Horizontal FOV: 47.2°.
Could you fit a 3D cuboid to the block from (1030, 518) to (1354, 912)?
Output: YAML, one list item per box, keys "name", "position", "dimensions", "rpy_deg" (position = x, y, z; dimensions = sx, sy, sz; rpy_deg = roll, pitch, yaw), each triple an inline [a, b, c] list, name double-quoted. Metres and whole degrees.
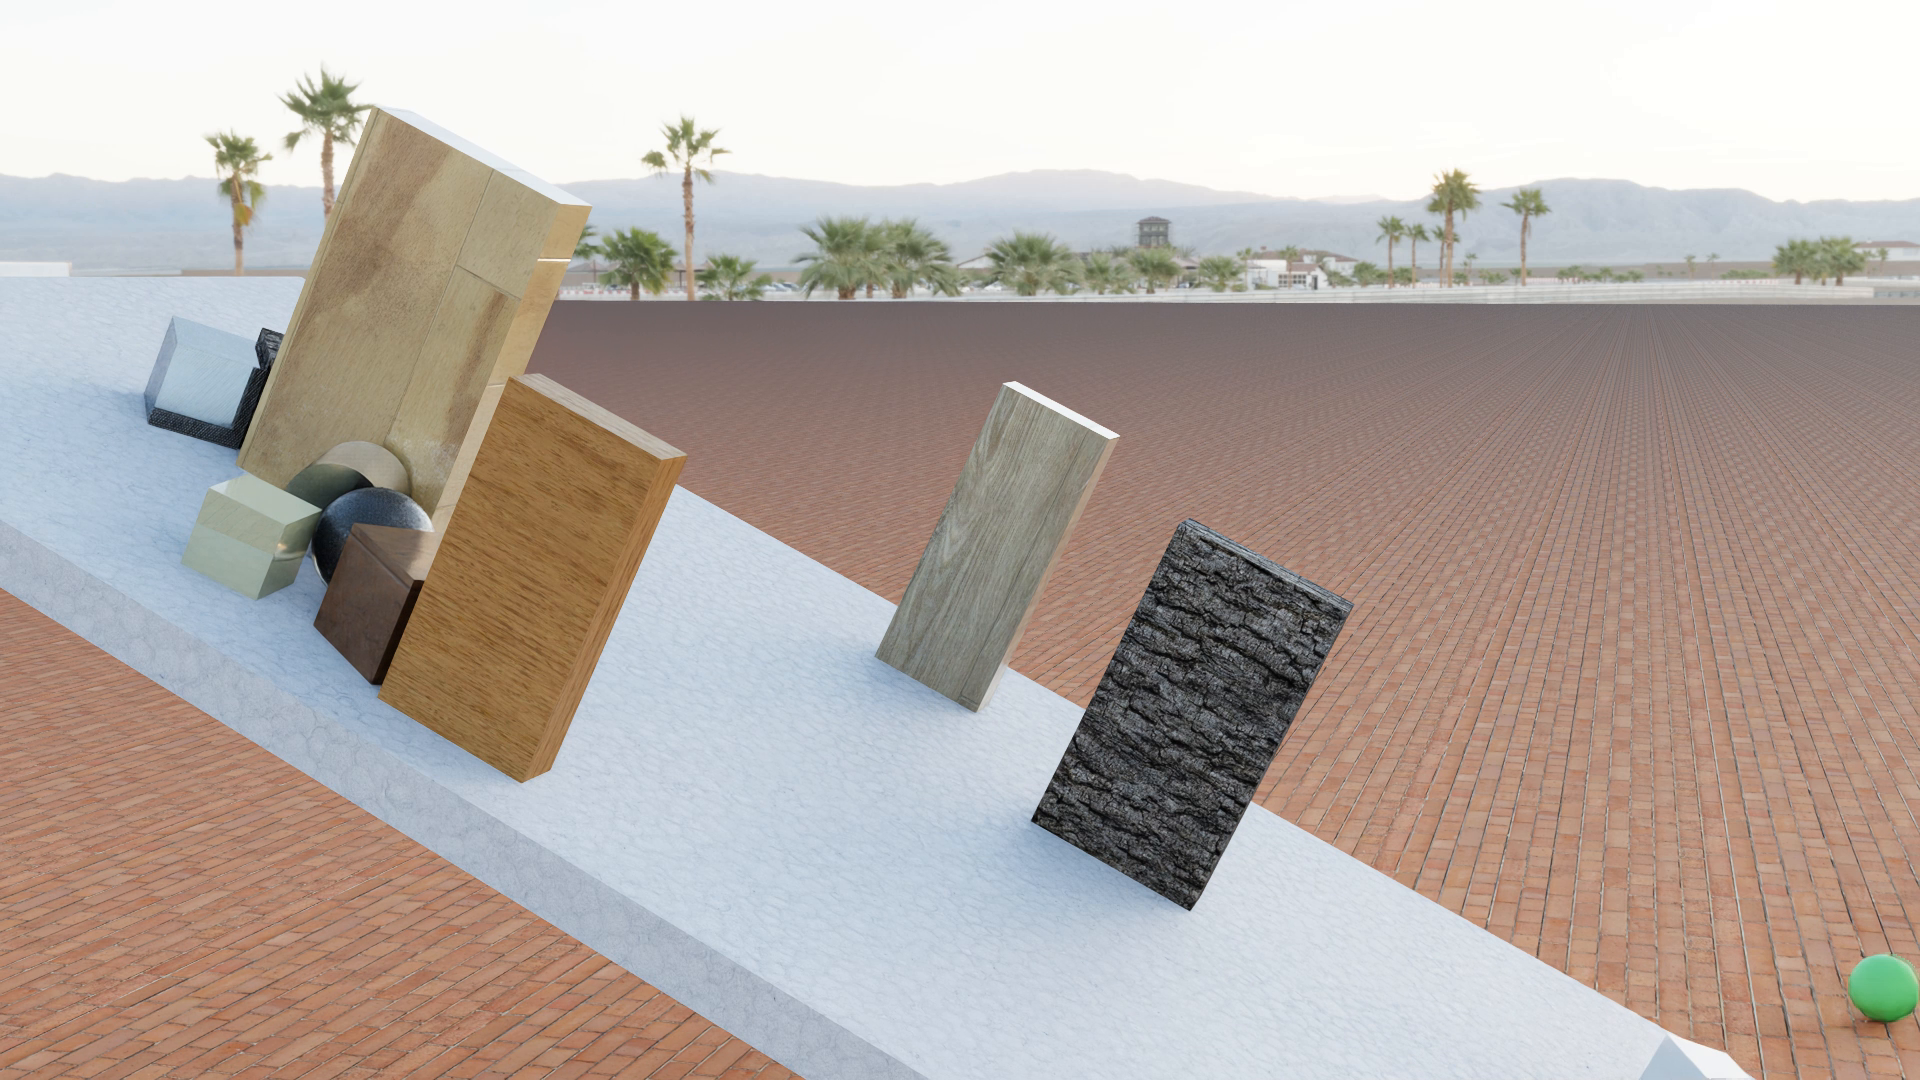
- name: "block"
  position: [0.434, 0.329, 4.152]
  dimensions: [0.347, 0.648, 0.103]
  rpy_deg: [28, 14, 12]

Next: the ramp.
- name: "ramp"
  position: [-0.252, 0.426, 4.164]
  dimensions: [4.000, 0.100, 2.000]
  rpy_deg: [28, 14, 12]

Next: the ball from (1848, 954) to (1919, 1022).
- name: "ball"
  position: [2.292, 1.112, 5.456]
  dimensions: [0.164, 0.164, 0.164]
  rpy_deg: [0, 7, 0]

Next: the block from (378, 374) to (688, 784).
- name: "block"
  position: [-0.663, 0.059, 3.395]
  dimensions: [0.276, 0.562, 0.096]
  rpy_deg: [28, 14, 12]

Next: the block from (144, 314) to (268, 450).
- name: "block"
  position: [-1.441, -0.301, 4.197]
  dimensions: [0.168, 0.168, 0.168]
  rpy_deg: [18, 15, -29]

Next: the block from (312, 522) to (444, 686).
- name: "block"
  position: [-0.895, 0.109, 3.586]
  dimensions: [0.191, 0.191, 0.191]
  rpy_deg: [36, 17, 36]

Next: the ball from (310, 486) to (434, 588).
- name: "ball"
  position: [-0.994, 0.013, 3.735]
  dimensions: [0.207, 0.207, 0.207]
  rpy_deg: [0, 7, 0]

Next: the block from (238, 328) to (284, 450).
- name: "block"
  position: [-1.294, -0.270, 4.297]
  dimensions: [0.190, 0.190, 0.190]
  rpy_deg: [18, 15, -29]

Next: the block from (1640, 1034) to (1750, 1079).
- name: "block"
  position: [1.408, 1.063, 4.198]
  dimensions: [0.148, 0.148, 0.148]
  rpy_deg: [21, 14, -19]

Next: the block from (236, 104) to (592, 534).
- name: "block"
  position: [-1.009, -0.372, 4.041]
  dimensions: [0.410, 0.727, 0.124]
  rpy_deg: [28, 14, 12]

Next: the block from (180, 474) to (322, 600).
- name: "block"
  position: [-1.170, -0.006, 3.635]
  dimensions: [0.140, 0.140, 0.140]
  rpy_deg: [26, 14, 3]

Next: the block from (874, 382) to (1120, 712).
- name: "block"
  position: [0.076, 0.016, 4.668]
  dimensions: [0.254, 0.656, 0.096]
  rpy_deg: [28, 14, 12]

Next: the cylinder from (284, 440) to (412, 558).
- name: "cylinder"
  position: [-1.091, -0.068, 3.915]
  dimensions: [0.183, 0.183, 0.183]
  rpy_deg: [0, 15, 0]
